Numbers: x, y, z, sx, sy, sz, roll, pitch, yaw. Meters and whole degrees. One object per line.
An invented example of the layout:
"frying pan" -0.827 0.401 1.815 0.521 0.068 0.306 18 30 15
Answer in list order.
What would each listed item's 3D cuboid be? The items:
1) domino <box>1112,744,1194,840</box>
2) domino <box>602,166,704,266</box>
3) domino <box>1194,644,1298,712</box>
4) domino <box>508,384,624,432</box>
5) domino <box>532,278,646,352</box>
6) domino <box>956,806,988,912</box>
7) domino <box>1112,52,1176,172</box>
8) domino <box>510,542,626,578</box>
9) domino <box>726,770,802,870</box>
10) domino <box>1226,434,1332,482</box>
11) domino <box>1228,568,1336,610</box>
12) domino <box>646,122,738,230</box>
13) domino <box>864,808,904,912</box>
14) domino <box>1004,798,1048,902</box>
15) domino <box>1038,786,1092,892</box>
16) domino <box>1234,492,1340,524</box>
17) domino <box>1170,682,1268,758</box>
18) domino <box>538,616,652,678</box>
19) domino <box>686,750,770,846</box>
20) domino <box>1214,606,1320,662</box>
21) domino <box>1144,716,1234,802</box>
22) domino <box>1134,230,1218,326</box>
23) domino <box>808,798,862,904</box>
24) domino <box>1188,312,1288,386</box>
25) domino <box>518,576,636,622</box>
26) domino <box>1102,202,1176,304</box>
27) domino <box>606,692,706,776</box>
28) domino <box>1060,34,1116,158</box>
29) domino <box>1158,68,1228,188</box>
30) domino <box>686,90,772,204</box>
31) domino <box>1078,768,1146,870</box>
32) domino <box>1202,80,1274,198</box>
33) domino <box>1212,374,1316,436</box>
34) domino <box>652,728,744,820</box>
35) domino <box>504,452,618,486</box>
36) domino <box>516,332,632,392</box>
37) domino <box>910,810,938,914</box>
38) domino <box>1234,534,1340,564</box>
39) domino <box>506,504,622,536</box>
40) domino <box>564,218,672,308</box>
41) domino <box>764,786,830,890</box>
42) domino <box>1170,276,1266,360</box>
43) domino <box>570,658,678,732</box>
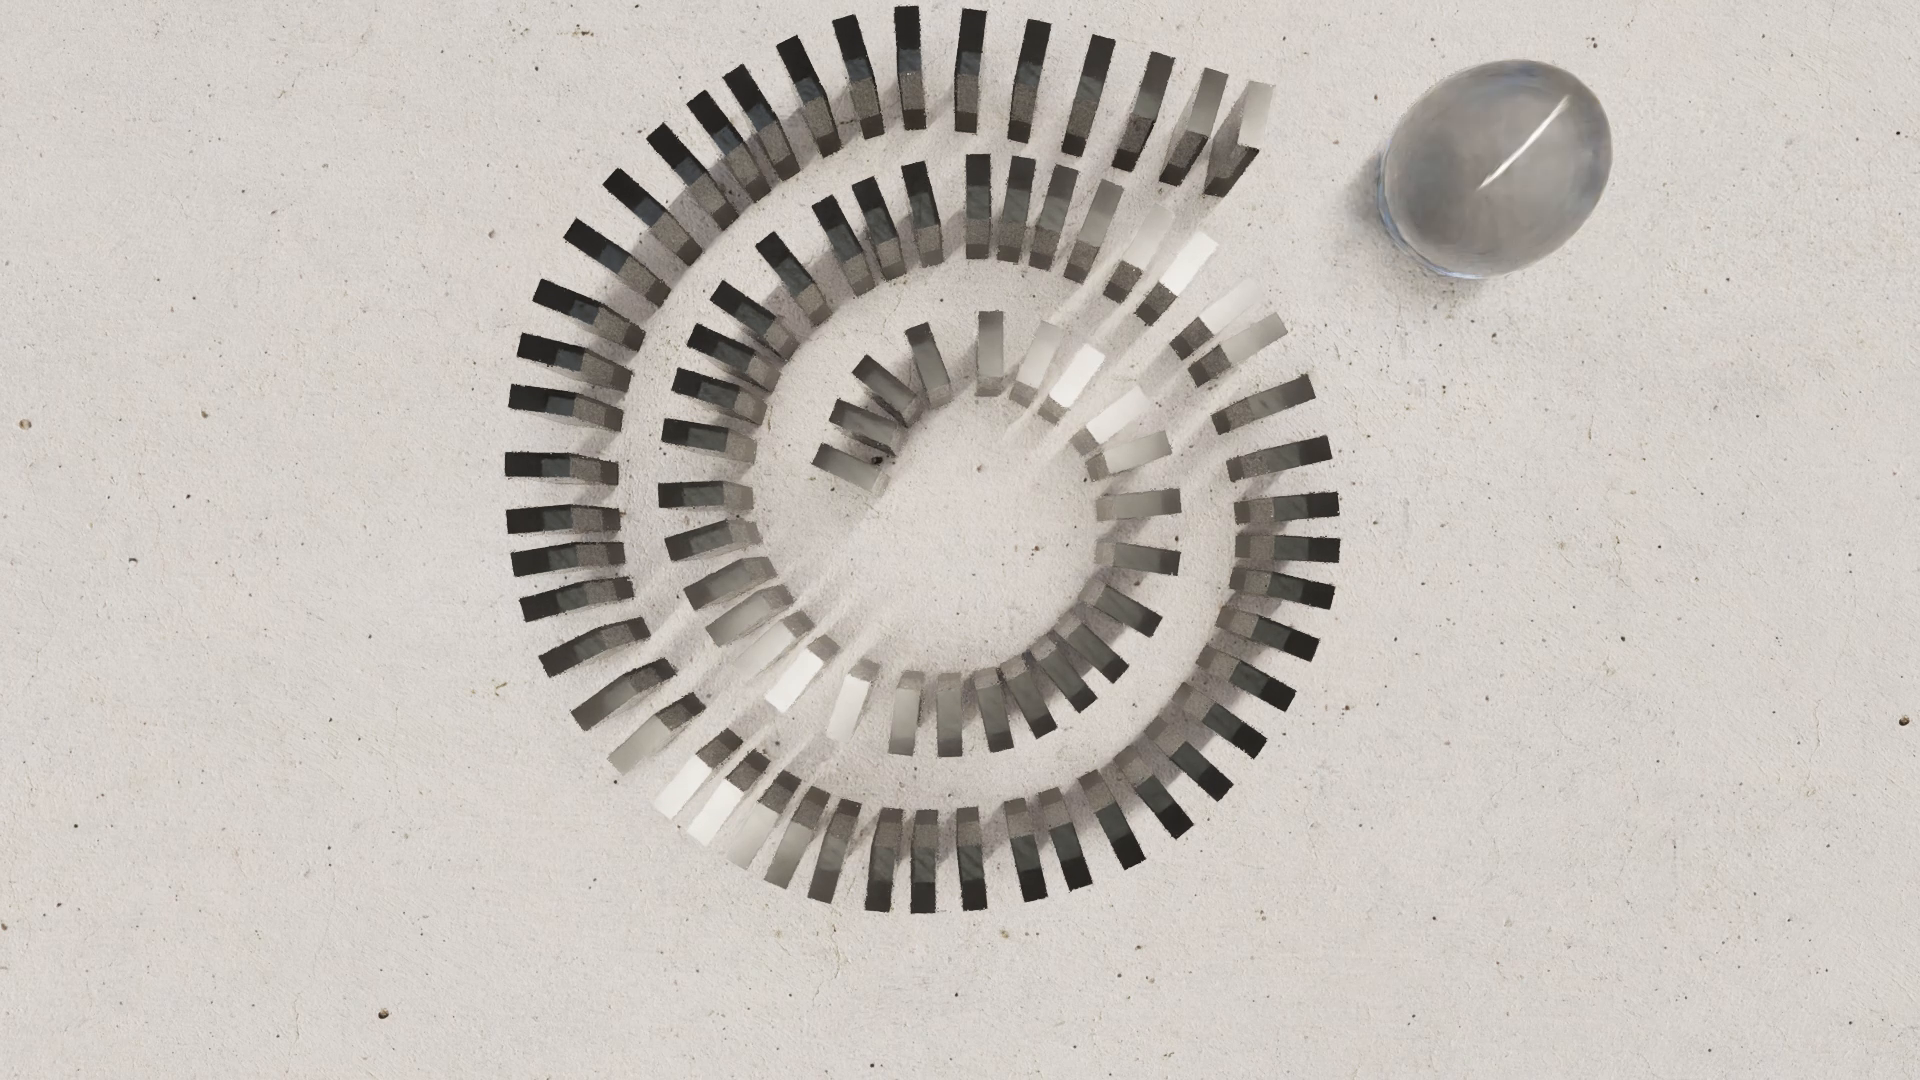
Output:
"domino" 0.078 0.102 0.375 0.009 0.050 0.025 -39 90 0
"domino" -0.124 -0.131 0.375 0.025 0.050 0.010 42 90 0
"domino" 0.116 0.056 0.375 0.025 0.050 0.009 29 90 0
"domino" -0.160 -0.054 0.375 0.025 0.050 0.009 8 90 0
"domino" -0.150 -0.091 0.375 0.025 0.050 0.010 22 90 0
"domino" 0.005 0.129 0.375 0.009 0.050 0.025 -6 90 0
"domino" 0.074 -0.174 0.375 0.010 0.050 0.025 17 90 0
"domino" -0.159 0.008 0.375 0.025 0.050 0.009 -10 90 0
"domino" -0.079 0.113 0.375 0.009 0.050 0.025 30 90 0
"domino" 0.129 -0.033 0.375 0.025 0.050 0.010 -13 90 0
"domino" 0.130 0.019 0.375 0.025 0.050 0.009 13 90 0
"domino" -0.108 -0.147 0.375 0.009 0.050 0.025 -42 90 0
"domino" -0.030 0.130 0.375 0.010 0.050 0.025 6 90 0
"domino" 0.026 0.125 0.375 0.009 0.050 0.025 -13 90 0
"domino" 0.042 0.121 0.375 0.010 0.050 0.025 -18 90 0
"domino" 0.132 -0.013 0.375 0.025 0.050 0.009 -5 90 0
"domino" 0.105 0.073 0.375 0.025 0.050 0.009 35 90 0
"domino" -0.148 0.043 0.375 0.025 0.050 0.009 -26 90 0
"domino" -0.093 0.104 0.375 0.009 0.050 0.025 36 90 0
"domino" 0.124 0.038 0.375 0.025 0.050 0.009 22 90 0
"domino" 0.092 0.088 0.375 0.025 0.050 0.009 42 90 0
"domino" 0.087 -0.106 0.375 0.010 0.050 0.025 38 90 0
"domino" -0.051 0.126 0.375 0.009 0.050 0.025 15 90 0
"domino" 0.112 -0.077 0.375 0.025 0.050 0.010 -30 90 0
"domino" -0.155 0.024 0.375 0.025 0.050 0.010 -16 90 0
"domino" 0.072 -0.116 0.375 0.009 0.050 0.025 30 90 0
"domino" -0.123 0.078 0.375 0.025 0.050 0.010 -43 90 0
"domino" 0.052 -0.180 0.375 0.009 0.050 0.025 15 90 0
"domino" 0.095 -0.167 0.375 0.009 0.050 0.025 17 90 0
"domino" -0.093 -0.160 0.375 0.009 0.050 0.025 -37 90 0
"domino" 0.061 0.113 0.375 0.009 0.050 0.025 -27 90 0
"domino" 0.113 -0.162 0.375 0.010 0.050 0.025 11 90 0
"domino" 0.123 -0.054 0.375 0.025 0.050 0.009 -20 90 0
"domino" -0.106 0.094 0.375 0.010 0.050 0.025 40 90 0
"domino" -0.162 -0.029 0.375 0.025 0.050 0.010 1 90 0
"domino" -0.156 -0.072 0.375 0.025 0.050 0.009 14 90 0
"domino" -0.014 0.130 0.375 0.009 0.050 0.025 0 90 0
"domino" 0.133 0.003 0.375 0.025 0.050 0.010 3 90 0
"domino" -0.161 -0.008 0.375 0.025 0.050 0.009 -5 90 0
"domino" -0.139 -0.112 0.375 0.025 0.050 0.010 34 90 0
"domino" -0.066 0.120 0.375 0.010 0.050 0.025 24 90 0
"domino" 0.104 -0.090 0.375 0.025 0.050 0.009 -38 90 0
"domino" -0.136 0.062 0.375 0.025 0.050 0.010 -36 90 0
